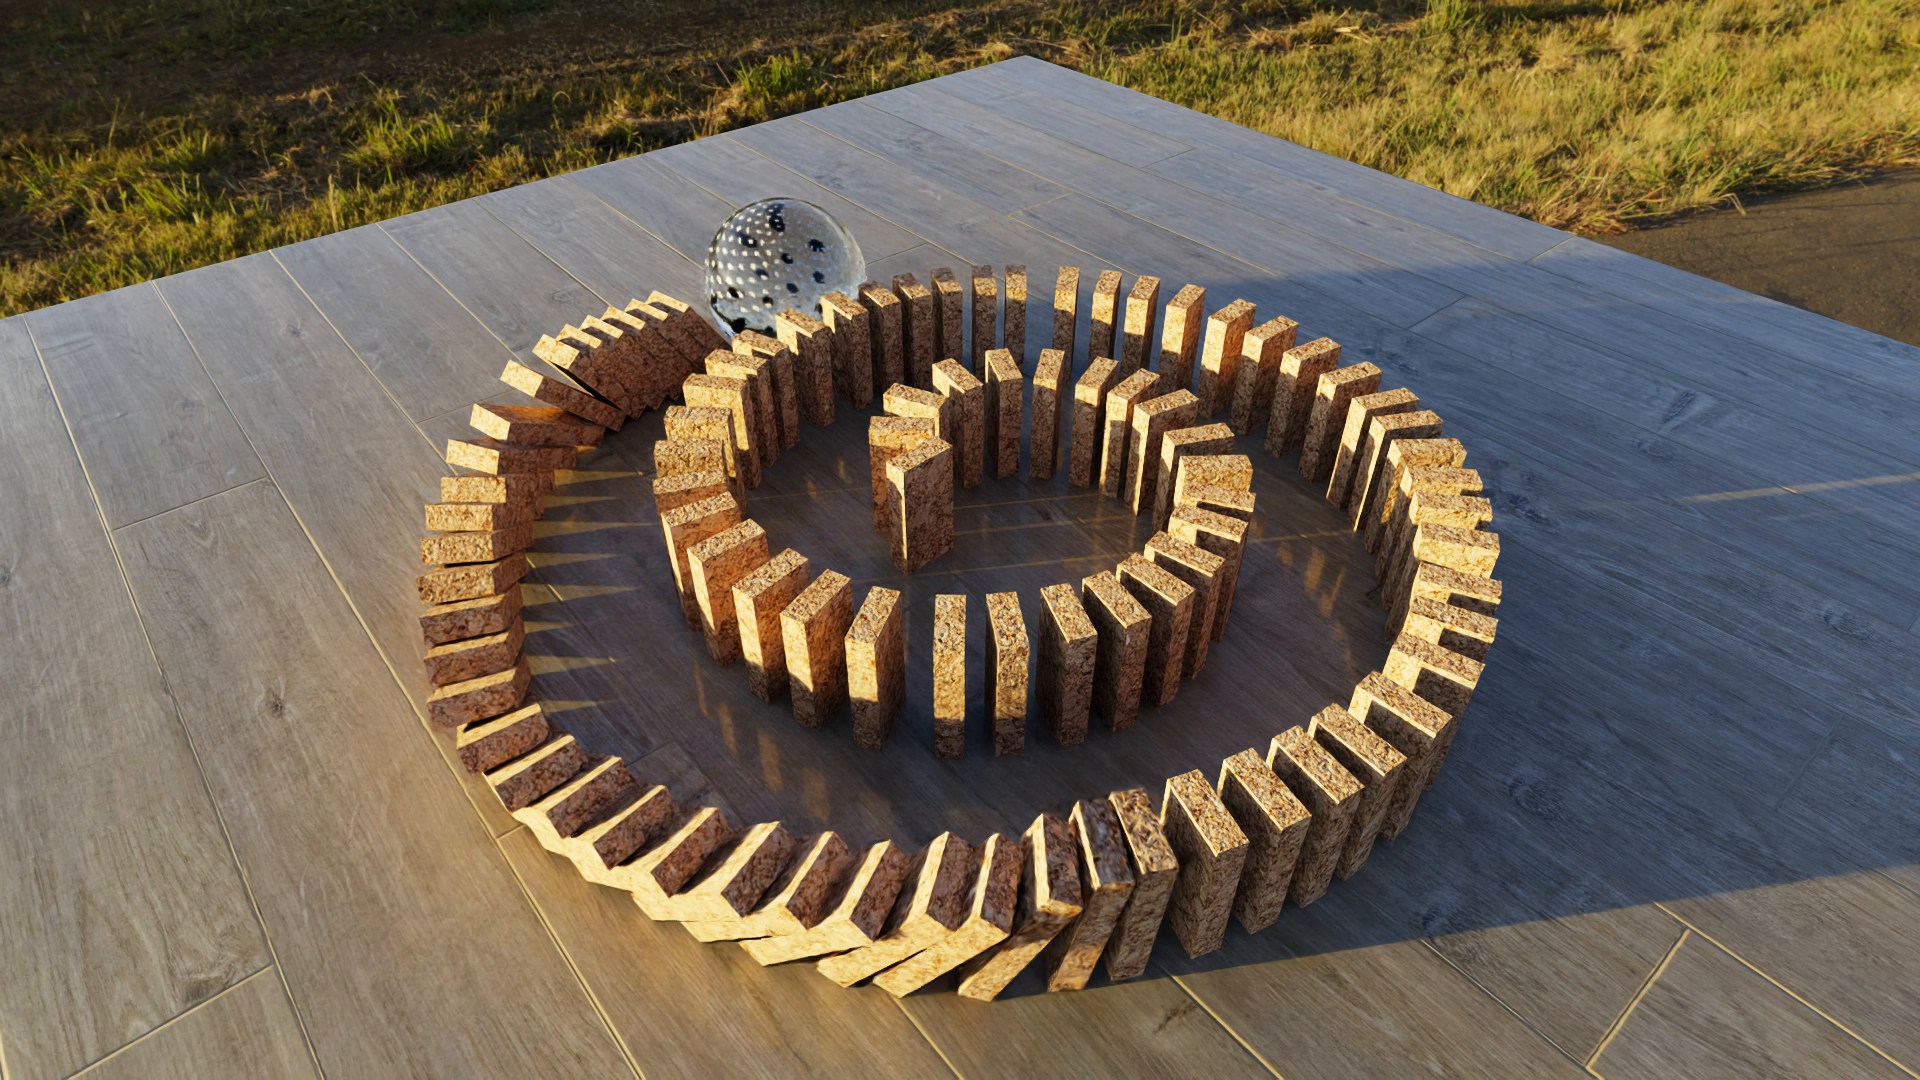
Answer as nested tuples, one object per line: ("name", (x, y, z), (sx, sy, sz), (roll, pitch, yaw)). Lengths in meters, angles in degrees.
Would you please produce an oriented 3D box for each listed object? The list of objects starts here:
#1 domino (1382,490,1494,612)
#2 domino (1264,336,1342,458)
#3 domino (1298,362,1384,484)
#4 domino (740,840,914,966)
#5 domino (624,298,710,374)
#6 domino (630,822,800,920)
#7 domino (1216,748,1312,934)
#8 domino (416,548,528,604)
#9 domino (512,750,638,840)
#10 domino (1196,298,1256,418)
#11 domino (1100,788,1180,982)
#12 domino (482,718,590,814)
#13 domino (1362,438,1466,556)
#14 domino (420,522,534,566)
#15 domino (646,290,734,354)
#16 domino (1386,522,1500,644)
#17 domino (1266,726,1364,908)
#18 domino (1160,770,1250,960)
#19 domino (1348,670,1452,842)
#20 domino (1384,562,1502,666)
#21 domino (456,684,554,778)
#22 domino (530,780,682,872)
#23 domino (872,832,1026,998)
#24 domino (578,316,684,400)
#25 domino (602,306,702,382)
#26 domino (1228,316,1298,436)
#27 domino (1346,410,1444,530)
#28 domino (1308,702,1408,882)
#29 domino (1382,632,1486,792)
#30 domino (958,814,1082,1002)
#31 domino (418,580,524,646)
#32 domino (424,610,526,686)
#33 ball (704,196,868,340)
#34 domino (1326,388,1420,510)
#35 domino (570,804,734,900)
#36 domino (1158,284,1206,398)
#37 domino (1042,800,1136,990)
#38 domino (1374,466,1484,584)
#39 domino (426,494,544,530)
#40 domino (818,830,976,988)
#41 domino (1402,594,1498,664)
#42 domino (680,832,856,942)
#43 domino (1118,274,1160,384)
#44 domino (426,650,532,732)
("domino", (0.174, 0.006, 0.404), (0.025, 0.050, 0.010), (7, 40, 8))
("domino", (0.152, -0.063, 0.488), (0.025, 0.050, 0.010), (-22, 44, -24))
("domino", (0.163, -0.050, 0.473), (0.025, 0.050, 0.009), (-17, 42, -20))
("domino", (-0.037, 0.099, 0.298), (0.050, 0.009, 0.025), (-28, 20, 40))
("domino", (-0.137, -0.095, 0.531), (0.025, 0.050, 0.009), (26, 80, 28))
("domino", (-0.069, 0.093, 0.307), (0.050, 0.010, 0.025), (-20, 21, 45))
("domino", (0.082, 0.085, 0.308), (0.010, 0.050, 0.025), (-17, 42, -20))
("domino", (-0.180, 0.013, 0.409), (0.025, 0.009, 0.050), (-6, 9, -8))
("domino", (-0.118, 0.075, 0.330), (0.025, 0.010, 0.050), (-36, 16, -33))
("domino", (0.124, -0.085, 0.515), (0.010, 0.050, 0.025), (31, 48, 32))
("domino", (0.045, 0.094, 0.297), (0.009, 0.050, 0.025), (-4, 39, -13))
("domino", (-0.132, 0.068, 0.338), (0.025, 0.009, 0.050), (-31, 14, -26))
("domino", (0.177, -0.016, 0.431), (0.025, 0.050, 0.009), (-1, 39, -1))
("domino", (-0.184, 0.001, 0.422), (0.025, 0.009, 0.050), (-4, 7, -5))
("domino", (-0.129, -0.101, 0.537), (0.025, 0.050, 0.009), (26, 80, 28))
("domino", (0.170, 0.018, 0.390), (0.025, 0.050, 0.010), (10, 40, 12))
("domino", (0.097, 0.080, 0.314), (0.009, 0.050, 0.025), (-20, 44, -23))
("domino", (0.064, 0.090, 0.302), (0.010, 0.050, 0.025), (-14, 41, -16))
("domino", (0.127, 0.066, 0.331), (0.010, 0.050, 0.025), (-30, 48, -32))
("domino", (0.162, 0.033, 0.372), (0.025, 0.050, 0.010), (15, 42, 17))
("domino", (-0.145, 0.060, 0.349), (0.025, 0.010, 0.050), (-25, 12, -21))
("domino", (-0.105, 0.082, 0.323), (0.050, 0.010, 0.025), (-7, 24, 50))
("domino", (-0.003, 0.100, 0.292), (0.009, 0.050, 0.025), (35, 39, -14))
("domino", (-0.154, -0.085, 0.518), (0.025, 0.050, 0.009), (26, 80, 28))
("domino", (-0.146, -0.091, 0.525), (0.025, 0.050, 0.010), (27, 81, 28))
("domino", (0.138, -0.075, 0.503), (0.025, 0.050, 0.010), (-27, 47, -29))
("domino", (0.175, -0.028, 0.445), (0.025, 0.050, 0.009), (-7, 40, -9))
("domino", (0.111, 0.074, 0.321), (0.010, 0.050, 0.025), (-24, 45, -26))
("domino", (0.143, 0.054, 0.345), (0.025, 0.050, 0.010), (24, 45, 27))
("domino", (0.015, 0.098, 0.292), (0.010, 0.050, 0.025), (20, 36, -17))
("domino", (-0.173, 0.025, 0.392), (0.025, 0.010, 0.050), (-11, 10, -13))
("domino", (-0.167, 0.037, 0.380), (0.025, 0.010, 0.050), (-12, 12, -15))
("ball", (-0.086, -0.128, 0.544), (0.080, 0.080, 0.080), (0, 39, 0))
("domino", (0.171, -0.037, 0.457), (0.025, 0.050, 0.009), (-12, 41, -14))
("domino", (-0.089, 0.088, 0.316), (0.050, 0.009, 0.025), (-10, 24, 46))
("domino", (0.105, -0.094, 0.526), (0.010, 0.050, 0.025), (21, 44, 23))
("domino", (0.032, 0.096, 0.294), (0.009, 0.050, 0.025), (4, 38, -13))
("domino", (0.177, -0.004, 0.417), (0.025, 0.050, 0.009), (4, 39, 4))
("domino", (-0.188, -0.011, 0.437), (0.025, 0.009, 0.050), (0, 7, 1))
("domino", (-0.017, 0.099, 0.294), (0.010, 0.050, 0.025), (38, 39, -15))
("domino", (0.154, 0.043, 0.359), (0.025, 0.050, 0.009), (19, 43, 21))
("domino", (-0.054, 0.096, 0.303), (0.050, 0.010, 0.025), (-22, 22, 40))
("domino", (0.087, -0.099, 0.533), (0.010, 0.050, 0.025), (14, 41, 16))
("domino", (-0.158, 0.049, 0.363), (0.025, 0.009, 0.050), (-15, 9, -15))
